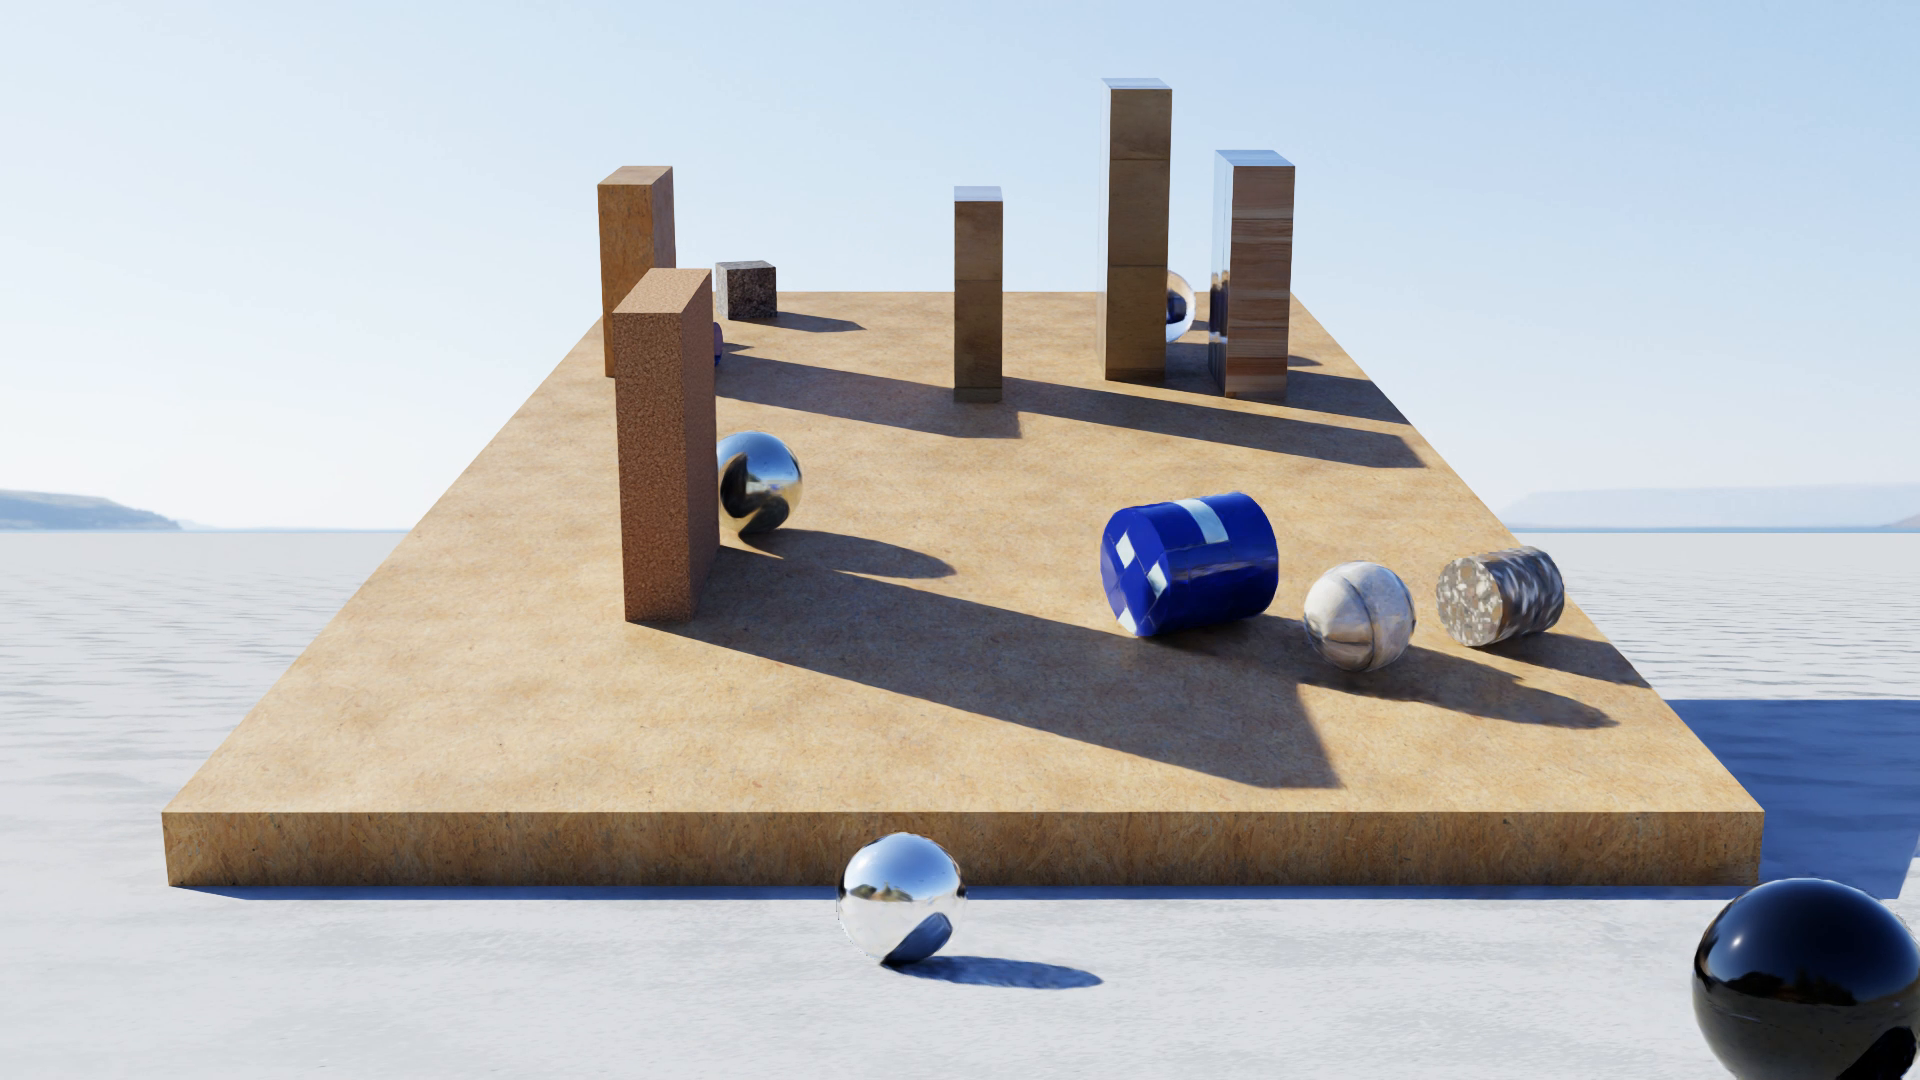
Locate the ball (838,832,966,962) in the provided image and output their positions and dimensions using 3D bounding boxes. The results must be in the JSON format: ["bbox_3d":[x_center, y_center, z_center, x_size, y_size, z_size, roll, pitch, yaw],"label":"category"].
[{"bbox_3d":[-0.060,0.372,2.291,0.133,0.133,0.133,0,0,0],"label":"ball"}]

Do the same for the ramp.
[{"bbox_3d":[-0.002,-0.155,4.685,2.000,0.100,4.000,0,16,0],"label":"ramp"}]

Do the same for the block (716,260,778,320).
[{"bbox_3d":[-0.601,-0.703,6.186,0.141,0.141,0.141,-5,17,-19],"label":"block"}]

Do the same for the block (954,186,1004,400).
[{"bbox_3d":[0.042,-0.584,5.176,0.111,0.460,0.293,0,16,0],"label":"block"}]

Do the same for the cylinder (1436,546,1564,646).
[{"bbox_3d":[0.831,0.086,3.389,0.137,0.137,0.137,-9,5,-32],"label":"cylinder"}]

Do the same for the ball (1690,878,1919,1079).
[{"bbox_3d":[0.663,0.353,1.719,0.178,0.178,0.178,0,0,0],"label":"ball"}]

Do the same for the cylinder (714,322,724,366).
[{"bbox_3d":[-0.663,-0.489,5.476,0.113,0.113,0.113,5,2,16],"label":"cylinder"}]

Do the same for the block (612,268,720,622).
[{"bbox_3d":[-0.479,-0.169,3.638,0.105,0.494,0.446,0,16,0],"label":"block"}]

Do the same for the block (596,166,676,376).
[{"bbox_3d":[-0.798,-0.677,5.494,0.129,0.465,0.418,0,16,0],"label":"block"}]

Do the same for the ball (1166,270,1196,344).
[{"bbox_3d":[0.518,-0.610,5.753,0.198,0.198,0.198,0,0,0],"label":"ball"}]

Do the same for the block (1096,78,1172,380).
[{"bbox_3d":[0.422,-0.770,5.412,0.144,0.691,0.377,0,16,0],"label":"block"}]

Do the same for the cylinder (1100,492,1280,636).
[{"bbox_3d":[0.358,0.037,3.445,0.201,0.201,0.201,-8,4,-27],"label":"cylinder"}]

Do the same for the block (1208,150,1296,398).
[{"bbox_3d":[0.688,-0.637,5.229,0.141,0.536,0.366,0,16,0],"label":"block"}]

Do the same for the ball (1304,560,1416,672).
[{"bbox_3d":[0.590,0.112,3.251,0.164,0.164,0.164,0,0,0],"label":"ball"}]

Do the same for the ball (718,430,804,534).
[{"bbox_3d":[-0.376,-0.104,3.973,0.187,0.187,0.187,0,0,0],"label":"ball"}]
